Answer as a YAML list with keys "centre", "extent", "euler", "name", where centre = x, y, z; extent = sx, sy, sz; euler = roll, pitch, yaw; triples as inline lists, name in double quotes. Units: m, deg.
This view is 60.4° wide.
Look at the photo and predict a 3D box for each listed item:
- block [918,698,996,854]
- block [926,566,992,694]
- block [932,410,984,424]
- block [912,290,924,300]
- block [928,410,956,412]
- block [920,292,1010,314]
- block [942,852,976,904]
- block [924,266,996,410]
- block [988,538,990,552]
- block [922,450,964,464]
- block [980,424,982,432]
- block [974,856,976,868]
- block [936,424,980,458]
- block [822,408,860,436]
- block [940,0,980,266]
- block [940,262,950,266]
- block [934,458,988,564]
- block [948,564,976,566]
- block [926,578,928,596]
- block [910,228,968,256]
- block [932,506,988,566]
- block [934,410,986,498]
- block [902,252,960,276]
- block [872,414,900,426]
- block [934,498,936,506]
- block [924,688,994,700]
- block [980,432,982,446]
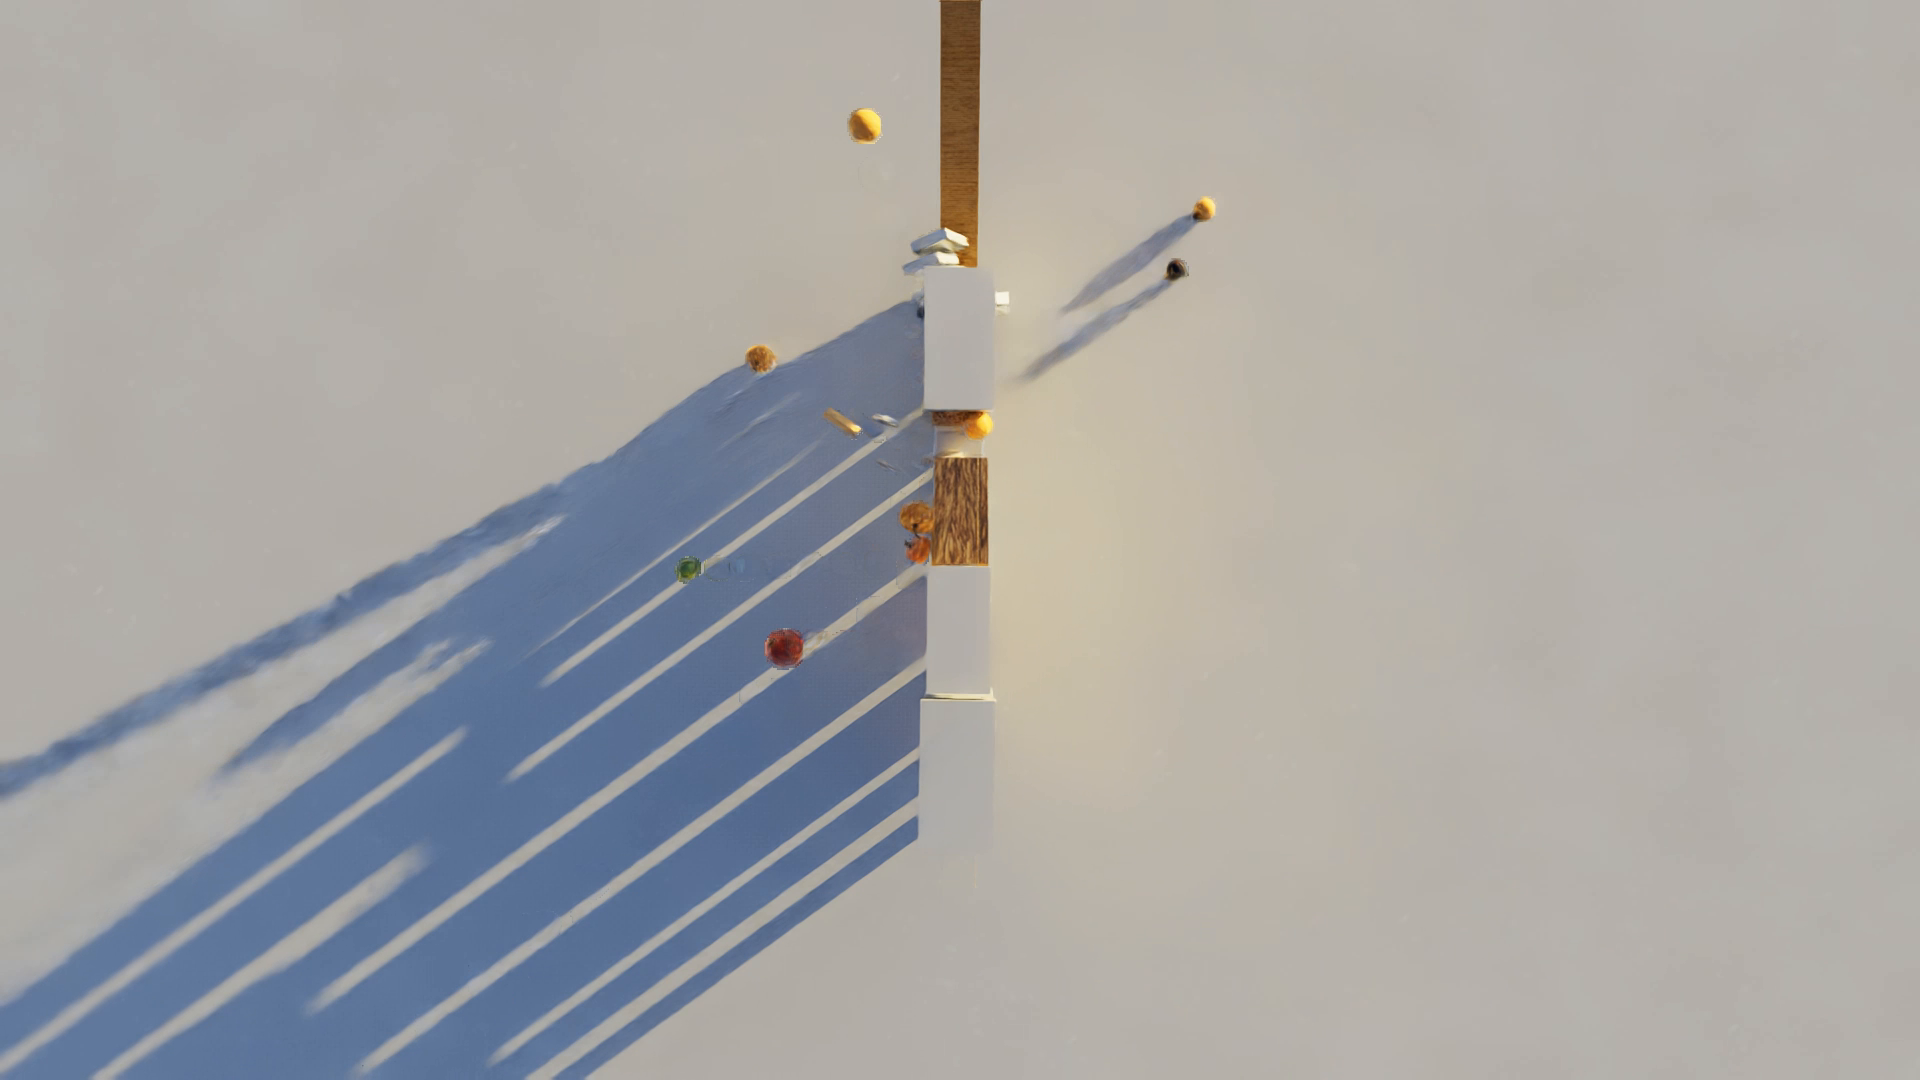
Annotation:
- centre: [-0.006, 0.544, 3.815]
  extent: [0.175, 0.050, 0.350]
  euler: [1, 90, 0]
  name: "block"
- centre: [-0.003, 0.208, 3.828]
  extent: [0.148, 0.042, 0.295]
  euler: [1, 90, 0]
  name: "block"
- centre: [-0.003, -0.429, 4.213]
  extent: [0.133, 0.038, 0.266]
  euler: [0, 90, 0]
  name: "block"
- centre: [-0.055, -0.794, 5.326]
  extent: [0.174, 0.087, 0.025]
  euler: [-8, 93, -37]
  name: "block"
- centre: [-0.001, -0.354, 4.028]
  extent: [0.165, 0.330, 0.047]
  euler: [-1, 89, 0]
  name: "block"
- centre: [0.013, -0.773, 5.384]
  extent: [0.261, 0.131, 0.037]
  euler: [-8, 93, -25]
  name: "block"
- centre: [-0.004, 0.803, 4.017]
  extent: [0.081, 0.023, 0.161]
  euler: [-3, 90, 0]
  name: "block"
- centre: [-0.001, -0.468, 3.839]
  extent: [0.165, 0.047, 0.330]
  euler: [0, 90, 0]
  name: "block"
- centre: [0.007, 0.012, 4.122]
  extent: [0.127, 0.275, 0.036]
  euler: [2, 90, 0]
  name: "block"
- centre: [-0.044, -0.211, 4.189]
  extent: [0.096, 0.048, 0.014]
  euler: [-18, 111, -38]
  name: "block"
- centre: [-0.001, -0.389, 4.515]
  extent: [0.122, 0.035, 0.244]
  euler: [0, 90, 0]
  name: "block"
- centre: [0.000, 0.853, 4.764]
  extent: [0.081, 1.471, 0.023]
  euler: [0, 90, 0]
  name: "block"
- centre: [-0.003, -0.193, 4.254]
  extent: [0.113, 0.032, 0.227]
  euler: [0, 90, 0]
  name: "block"
- centre: [-0.301, -0.301, 4.205]
  extent: [0.096, 0.048, 0.014]
  euler: [34, 111, 0]
  name: "block"
- centre: [0.000, -1.365, 5.107]
  extent: [0.120, 0.034, 1.281]
  euler: [0, 126, 0]
  name: "block"
- centre: [-0.073, -0.863, 5.341]
  extent: [0.087, 0.174, 0.025]
  euler: [-20, 93, 1]
  name: "block"
- centre: [0.004, -0.070, 3.965]
  extent: [0.127, 0.036, 0.255]
  euler: [0, 91, 0]
  name: "block"
- centre: [0.008, 0.004, 4.270]
  extent: [0.073, 0.021, 0.147]
  euler: [1, 90, 0]
  name: "block"
- centre: [-0.004, 0.112, 3.997]
  extent: [0.148, 0.295, 0.042]
  euler: [0, 90, 0]
  name: "block"
- centre: [-0.064, -0.943, 5.262]
  extent: [0.120, 0.240, 0.034]
  euler: [-20, 88, 16]
  name: "block"
- centre: [0.001, 0.064, 4.449]
  extent: [0.153, 0.043, 0.307]
  euler: [0, 90, 0]
  name: "block"
- centre: [-0.001, -0.272, 4.798]
  extent: [0.149, 0.042, 0.298]
  euler: [0, 90, 0]
  name: "block"
- centre: [-0.093, -0.885, 5.299]
  extent: [0.120, 0.240, 0.034]
  euler: [-19, 93, 17]
  name: "block"
- centre: [-0.190, -0.308, 4.247]
  extent: [0.048, 0.096, 0.014]
  euler: [23, 88, -18]
  name: "block"
- centre: [0.003, -0.003, 5.141]
  extent: [0.168, 0.048, 0.336]
  euler: [0, 90, 0]
  name: "block"
- centre: [-0.003, 0.425, 4.126]
  extent: [0.175, 0.573, 0.050]
  euler: [0, 90, 0]
  name: "block"
- centre: [-0.002, -0.257, 4.384]
  extent: [0.113, 0.227, 0.032]
  euler: [0, 88, 0]
  name: "block"
